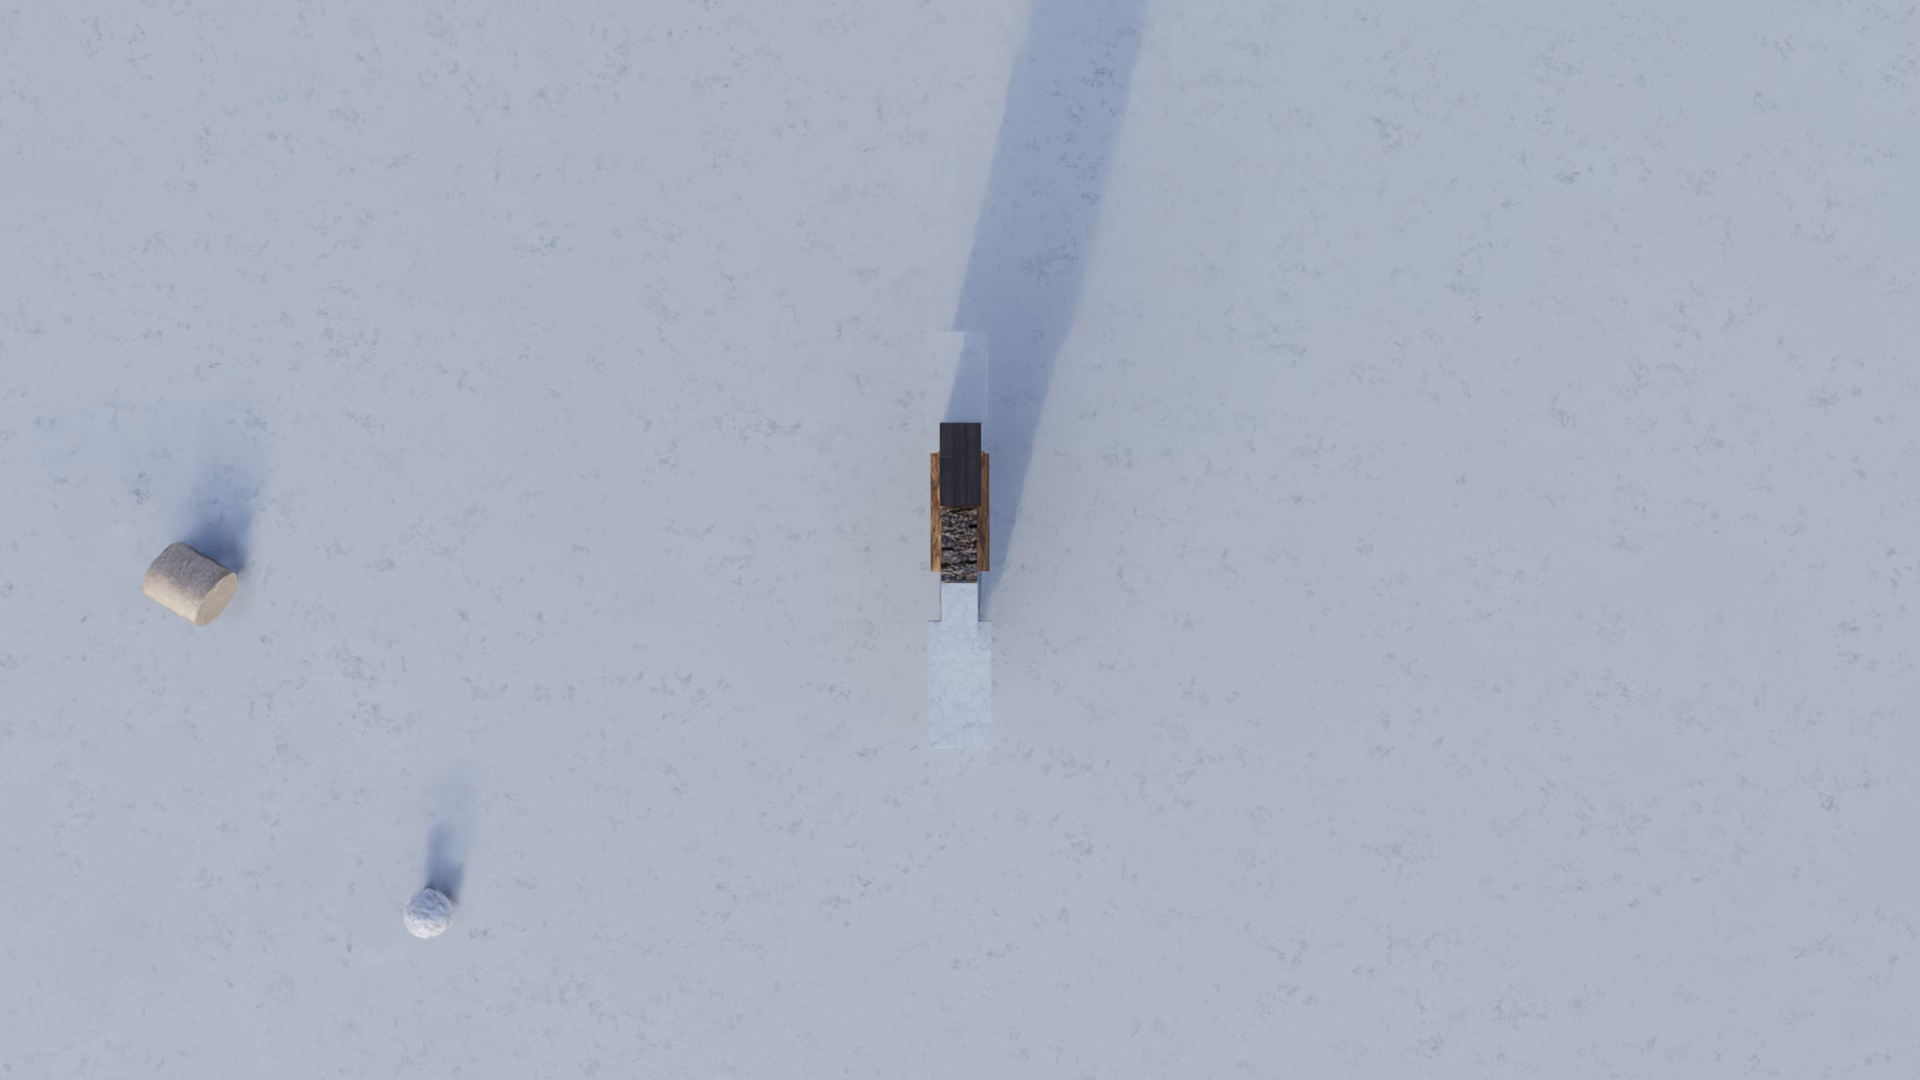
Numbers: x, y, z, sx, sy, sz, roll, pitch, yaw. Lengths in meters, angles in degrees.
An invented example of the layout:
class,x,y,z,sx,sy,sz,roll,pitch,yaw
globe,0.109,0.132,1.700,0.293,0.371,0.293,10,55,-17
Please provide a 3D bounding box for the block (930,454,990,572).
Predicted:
class,x,y,z,sx,sy,sz,roll,pitch,yaw
block,0.000,-0.072,4.293,0.153,0.043,0.306,0,90,0

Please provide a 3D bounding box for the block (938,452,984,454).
class,x,y,z,sx,sy,sz,roll,pitch,yaw
block,0.004,-0.373,4.862,0.138,0.039,0.275,0,90,0

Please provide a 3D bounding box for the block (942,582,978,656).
class,x,y,z,sx,sy,sz,roll,pitch,yaw
block,-0.001,0.196,4.093,0.090,0.025,0.179,0,90,0

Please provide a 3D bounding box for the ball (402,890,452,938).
class,x,y,z,sx,sy,sz,roll,pitch,yaw
ball,-1.750,1.228,5.422,0.156,0.156,0.156,0,90,0

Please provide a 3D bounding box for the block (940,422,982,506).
class,x,y,z,sx,sy,sz,roll,pitch,yaw
block,0.001,-0.185,4.048,0.102,0.029,0.203,0,90,0

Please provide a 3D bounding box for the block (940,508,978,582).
class,x,y,z,sx,sy,sz,roll,pitch,yaw
block,-0.002,0.012,4.079,0.090,0.025,0.179,0,90,0

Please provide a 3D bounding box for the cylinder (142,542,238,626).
class,x,y,z,sx,sy,sz,roll,pitch,yaw
cylinder,-2.520,0.145,5.398,0.203,0.203,0.203,31,90,0

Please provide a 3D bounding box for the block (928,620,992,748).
class,x,y,z,sx,sy,sz,roll,pitch,yaw
block,0.000,0.375,4.308,0.164,0.047,0.329,0,90,0

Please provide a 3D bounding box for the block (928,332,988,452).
class,x,y,z,sx,sy,sz,roll,pitch,yaw
block,-0.004,-0.385,4.288,0.155,0.044,0.311,0,90,0

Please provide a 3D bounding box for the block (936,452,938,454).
class,x,y,z,sx,sy,sz,roll,pitch,yaw
block,0.001,-0.376,5.178,0.150,0.043,0.301,0,90,0

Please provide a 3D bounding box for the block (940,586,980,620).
class,x,y,z,sx,sy,sz,roll,pitch,yaw
block,0.002,0.240,4.675,0.111,0.031,0.222,0,90,0

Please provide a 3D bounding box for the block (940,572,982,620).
class,x,y,z,sx,sy,sz,roll,pitch,yaw
block,0.002,0.187,4.931,0.126,0.036,0.253,0,90,0
